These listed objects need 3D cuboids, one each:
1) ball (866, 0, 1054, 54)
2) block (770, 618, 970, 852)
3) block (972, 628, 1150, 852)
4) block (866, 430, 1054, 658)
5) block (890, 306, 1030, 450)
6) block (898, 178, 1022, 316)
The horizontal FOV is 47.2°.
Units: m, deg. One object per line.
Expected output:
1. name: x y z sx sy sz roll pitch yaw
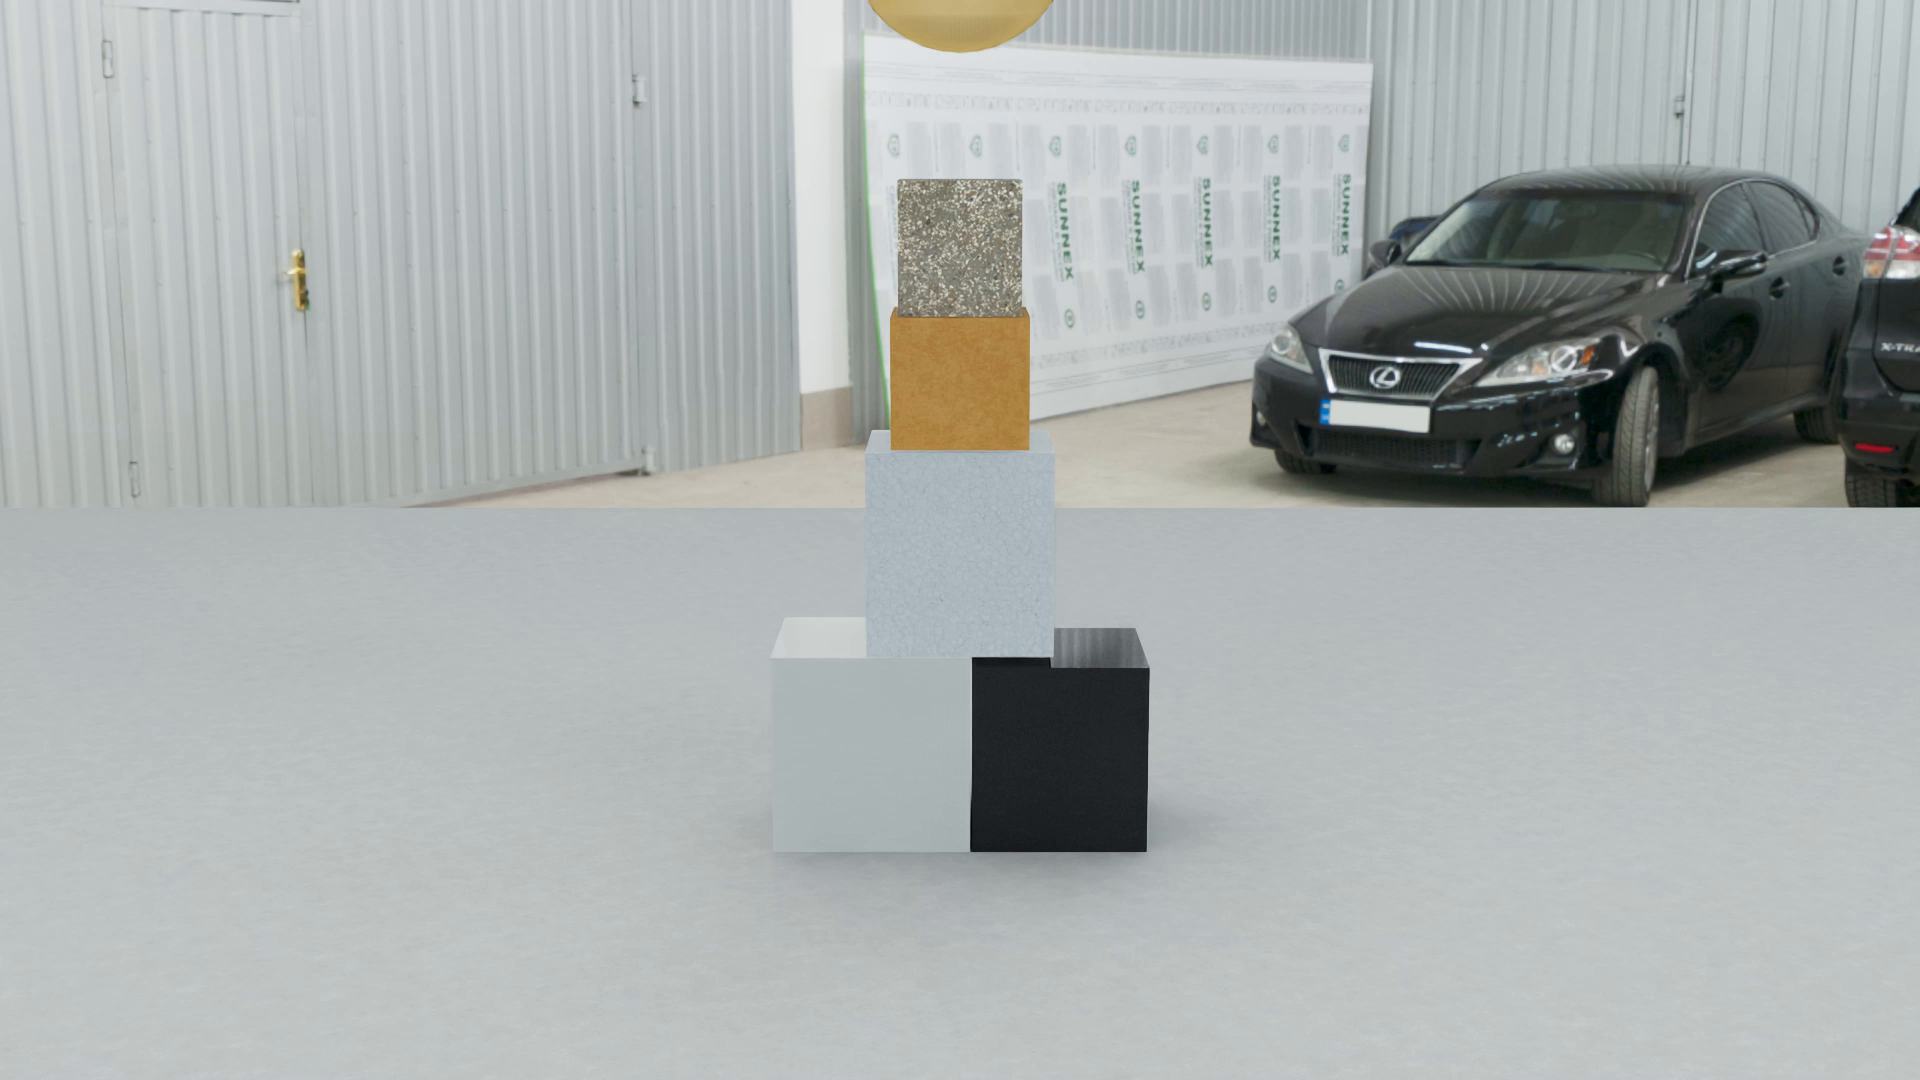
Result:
1. ball: 0.000 -4.282 15.641 1.600 1.600 1.600 0 10 0
2. block: -0.442 0.986 11.364 0.984 0.995 0.942 0 10 0
3. block: 0.497 1.014 11.348 0.873 0.945 0.905 0 10 0
4. block: 0.000 0.001 11.166 0.920 1.014 0.863 0 10 0
5. block: 0.000 -0.821 11.044 0.678 0.646 0.724 0 10 0
6. block: 0.000 -1.461 10.930 0.603 0.653 0.597 0 10 0
